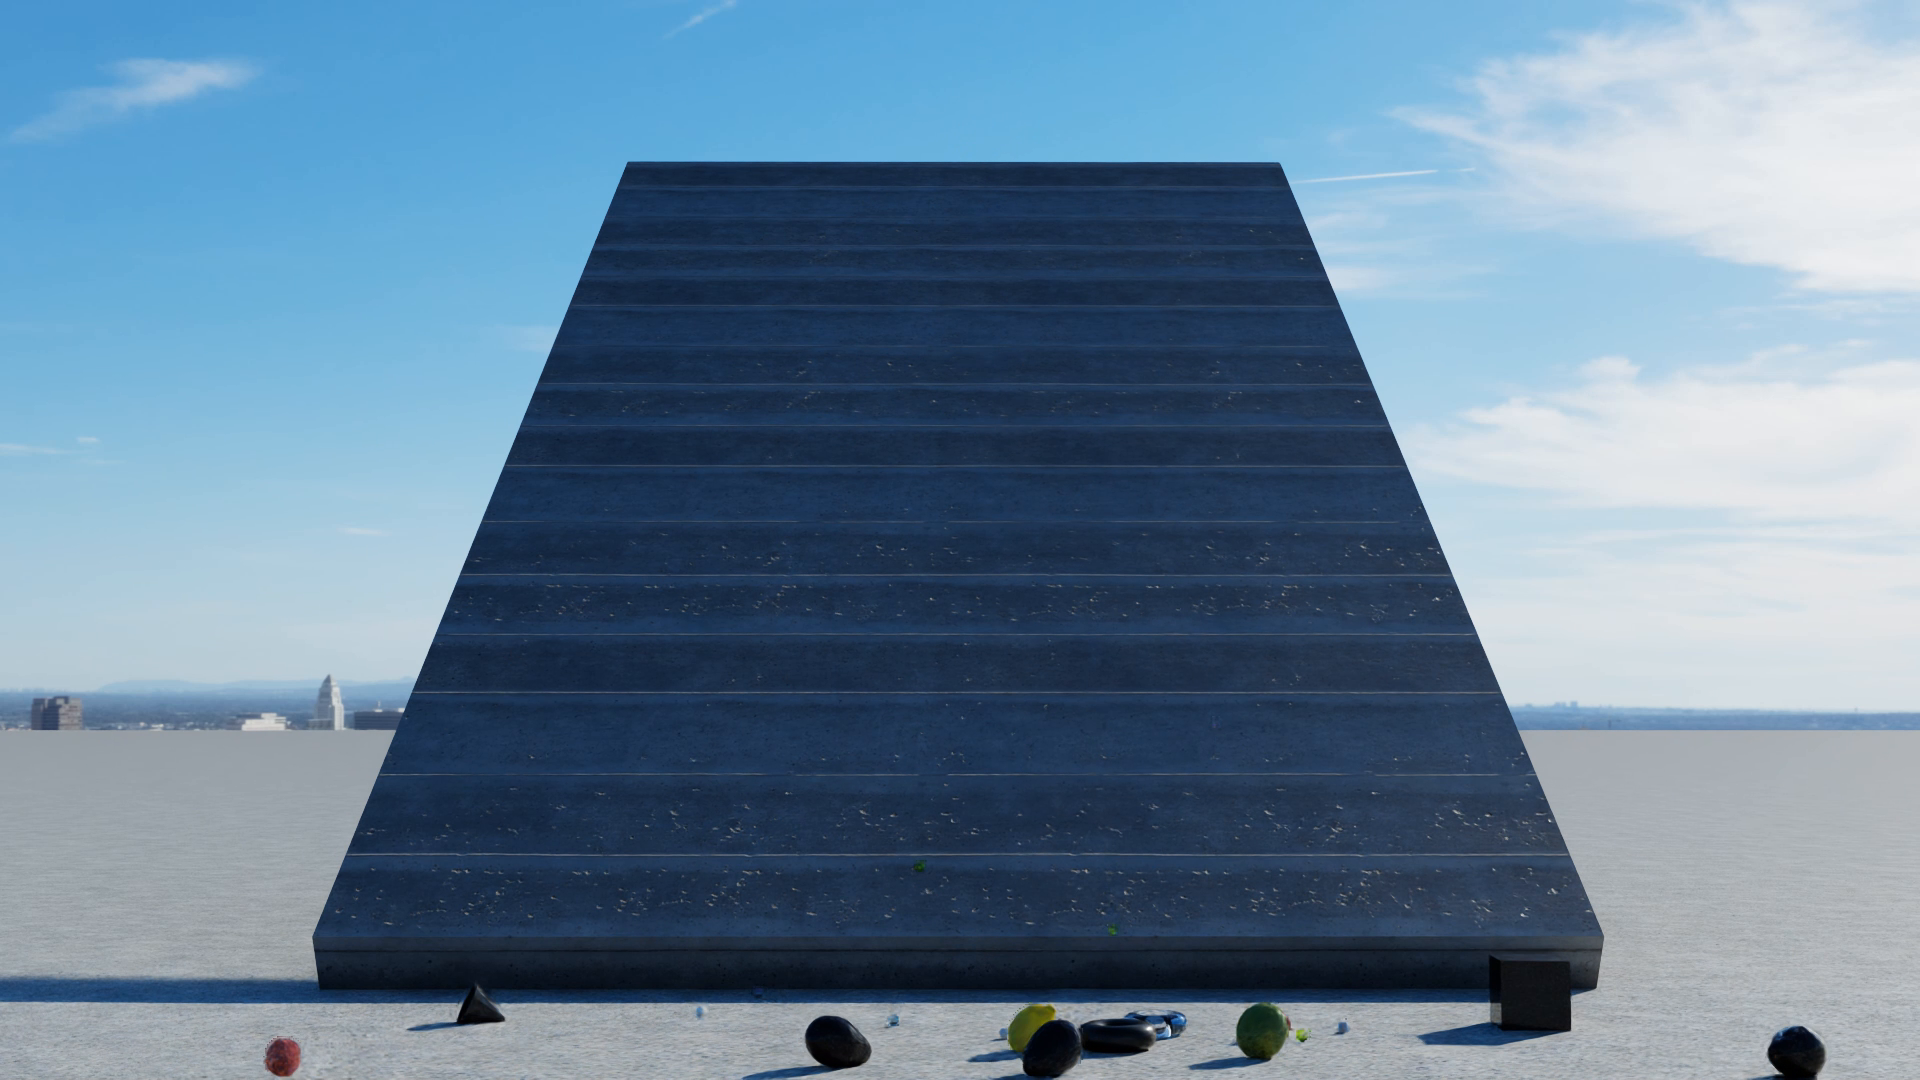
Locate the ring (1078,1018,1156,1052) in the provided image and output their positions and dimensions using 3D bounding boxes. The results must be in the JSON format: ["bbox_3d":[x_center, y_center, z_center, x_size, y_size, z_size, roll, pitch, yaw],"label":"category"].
[{"bbox_3d":[0.200,0.634,3.018,0.102,0.034,0.102,-1,-4,0],"label":"ring"}]

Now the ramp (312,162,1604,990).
[{"bbox_3d":[-0.010,-0.228,5.469,2.000,0.100,4.000,0,26,0],"label":"ramp"}]

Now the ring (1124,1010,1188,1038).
[{"bbox_3d":[0.261,0.647,3.159,0.088,0.029,0.088,-1,-4,0],"label":"ring"}]

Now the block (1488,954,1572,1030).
[{"bbox_3d":[0.783,0.622,3.246,0.093,0.093,0.093,0,-4,3],"label":"block"}]

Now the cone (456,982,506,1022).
[{"bbox_3d":[-0.659,0.658,3.292,0.061,0.061,0.061,29,-12,-13],"label":"cone"}]
